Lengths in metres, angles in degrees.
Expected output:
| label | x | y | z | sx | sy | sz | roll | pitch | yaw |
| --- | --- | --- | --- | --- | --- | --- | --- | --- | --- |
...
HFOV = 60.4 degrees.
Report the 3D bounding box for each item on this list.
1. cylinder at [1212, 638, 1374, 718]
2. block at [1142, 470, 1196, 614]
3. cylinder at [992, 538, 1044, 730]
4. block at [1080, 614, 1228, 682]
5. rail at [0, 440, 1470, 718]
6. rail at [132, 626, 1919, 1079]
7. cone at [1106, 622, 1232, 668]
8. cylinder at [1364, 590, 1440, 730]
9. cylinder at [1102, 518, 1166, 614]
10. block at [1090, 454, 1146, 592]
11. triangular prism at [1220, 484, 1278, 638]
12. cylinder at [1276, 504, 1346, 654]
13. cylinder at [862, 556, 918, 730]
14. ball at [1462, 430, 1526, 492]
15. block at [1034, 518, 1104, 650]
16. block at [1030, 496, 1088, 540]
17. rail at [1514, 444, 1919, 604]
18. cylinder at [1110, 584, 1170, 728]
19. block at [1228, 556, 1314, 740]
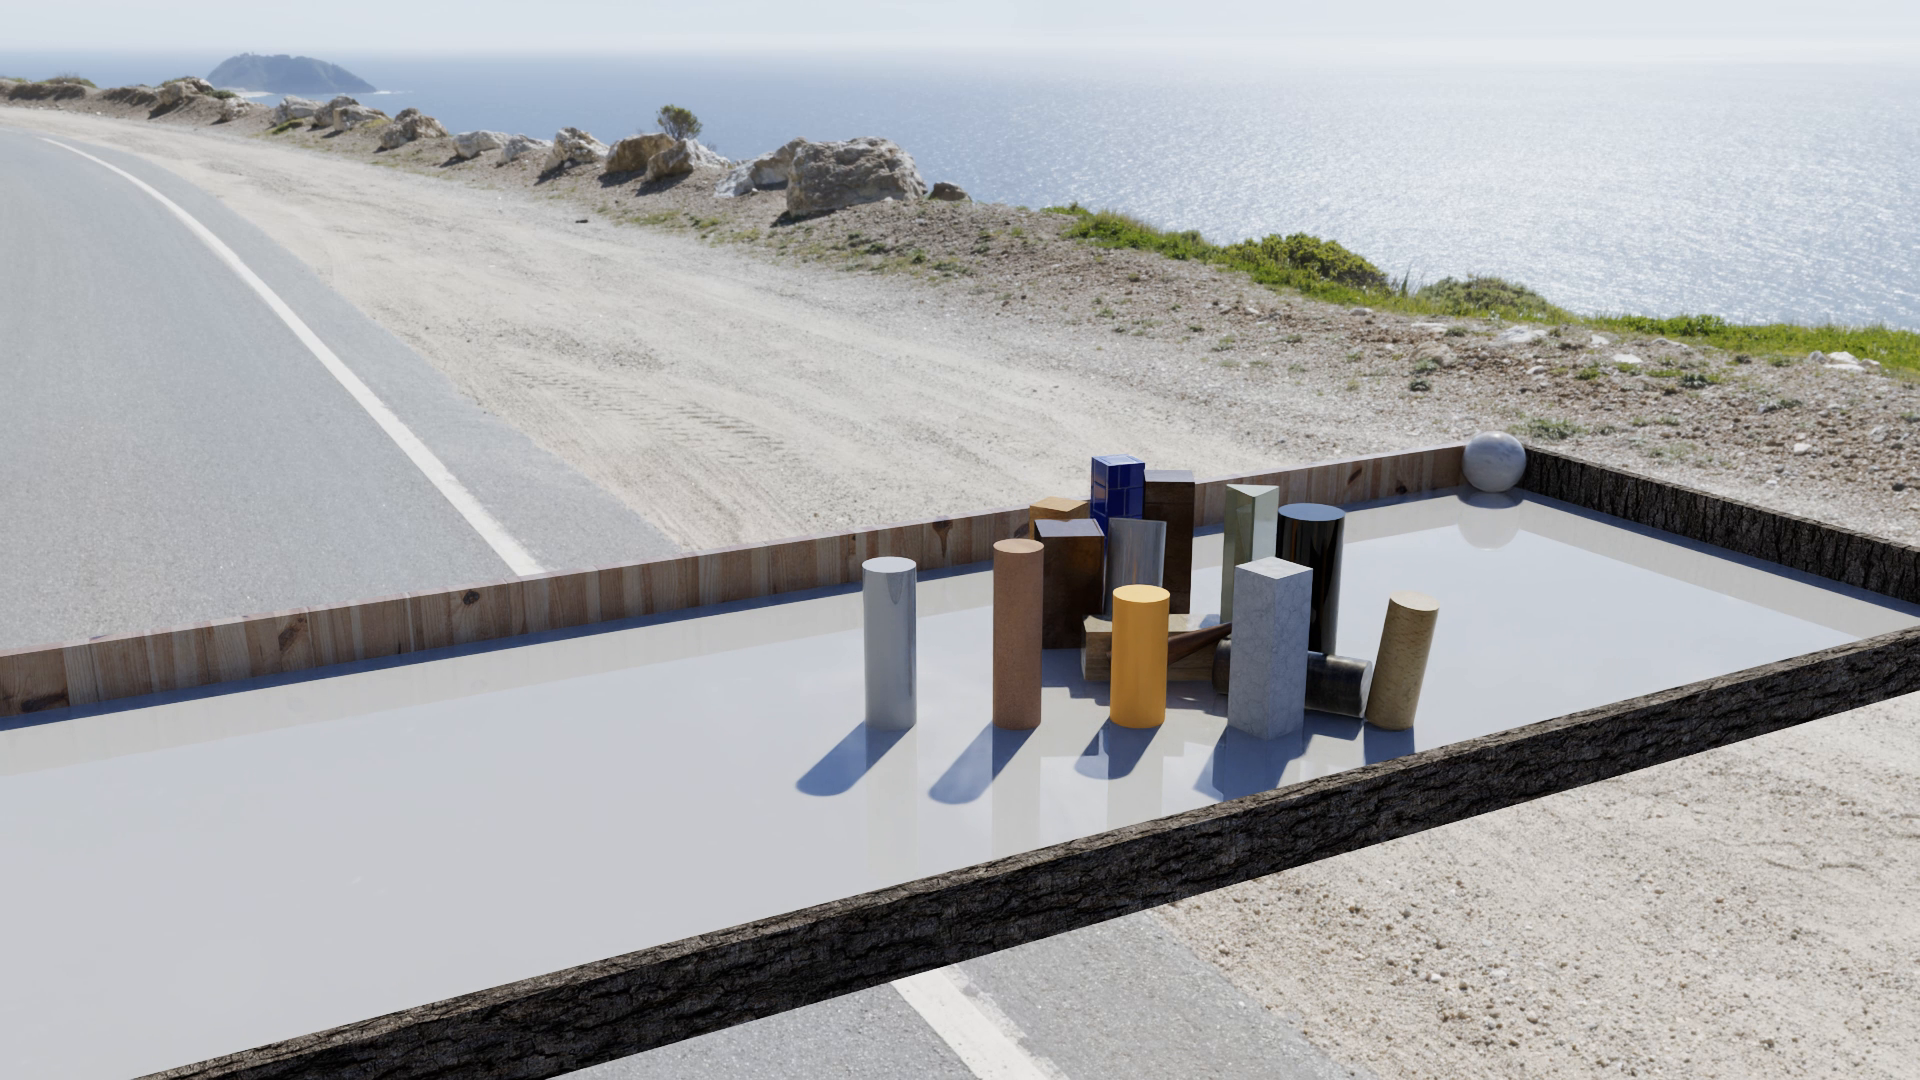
| label | x | y | z | sx | sy | sz | roll | pitch | yaw |
| --- | --- | --- | --- | --- | --- | --- | --- | --- | --- |
| cylinder | 0.802 | 0.331 | 3.987 | 0.358 | 0.137 | 0.137 | 8 | 18 | 26 |
| block | 0.574 | 0.017 | 4.583 | 0.133 | 0.403 | 0.133 | 1 | 16 | 3 |
| cylinder | 0.134 | 0.221 | 3.838 | 0.115 | 0.432 | 0.115 | 0 | 16 | 0 |
| block | 0.490 | 0.273 | 4.195 | 0.353 | 0.131 | 0.131 | 0 | 16 | -1 |
| rail | -3.305 | 0.497 | 3.399 | 12.000 | 0.150 | 0.050 | -9 | 18 | -27 |
| rail | -2.336 | 1.006 | 1.665 | 12.000 | 0.150 | 0.050 | -9 | 18 | -27 |
| cone | 0.578 | 0.250 | 4.074 | 0.428 | 0.101 | 0.101 | -20 | 17 | 2 |
| cylinder | 1.027 | 0.280 | 3.835 | 0.114 | 0.307 | 0.114 | 5 | 21 | -2 |
| cylinder | 0.463 | 0.104 | 4.394 | 0.155 | 0.315 | 0.155 | 4 | 3 | 0 |
| block | 0.459 | -0.048 | 4.833 | 0.117 | 0.386 | 0.117 | -6 | 17 | -20 |
| triangular prism | 0.745 | 0.071 | 4.352 | 0.116 | 0.430 | 0.134 | 12 | 20 | 36 |
| cylinder | 0.856 | 0.144 | 4.080 | 0.162 | 0.443 | 0.162 | 0 | 16 | 0 |
| cylinder | -0.163 | 0.242 | 3.846 | 0.124 | 0.386 | 0.124 | 0 | 16 | 0 |
| ball | 1.916 | -0.282 | 5.922 | 0.220 | 0.220 | 0.220 | 0 | 16 | 0 |
| block | 0.288 | 0.116 | 4.410 | 0.165 | 0.310 | 0.165 | -1 | 16 | -4 |
| block | 0.272 | 0.056 | 4.587 | 0.118 | 0.325 | 0.118 | 10 | 19 | 31 |
| rail | 2.466 | -0.048 | 5.253 | 0.050 | 0.150 | 2.100 | -9 | 18 | -27 |
| cylinder | 0.421 | 0.273 | 3.874 | 0.131 | 0.311 | 0.131 | 0 | 16 | 0 |
| block | 0.716 | 0.249 | 3.816 | 0.125 | 0.389 | 0.125 | -13 | 21 | -37 |
